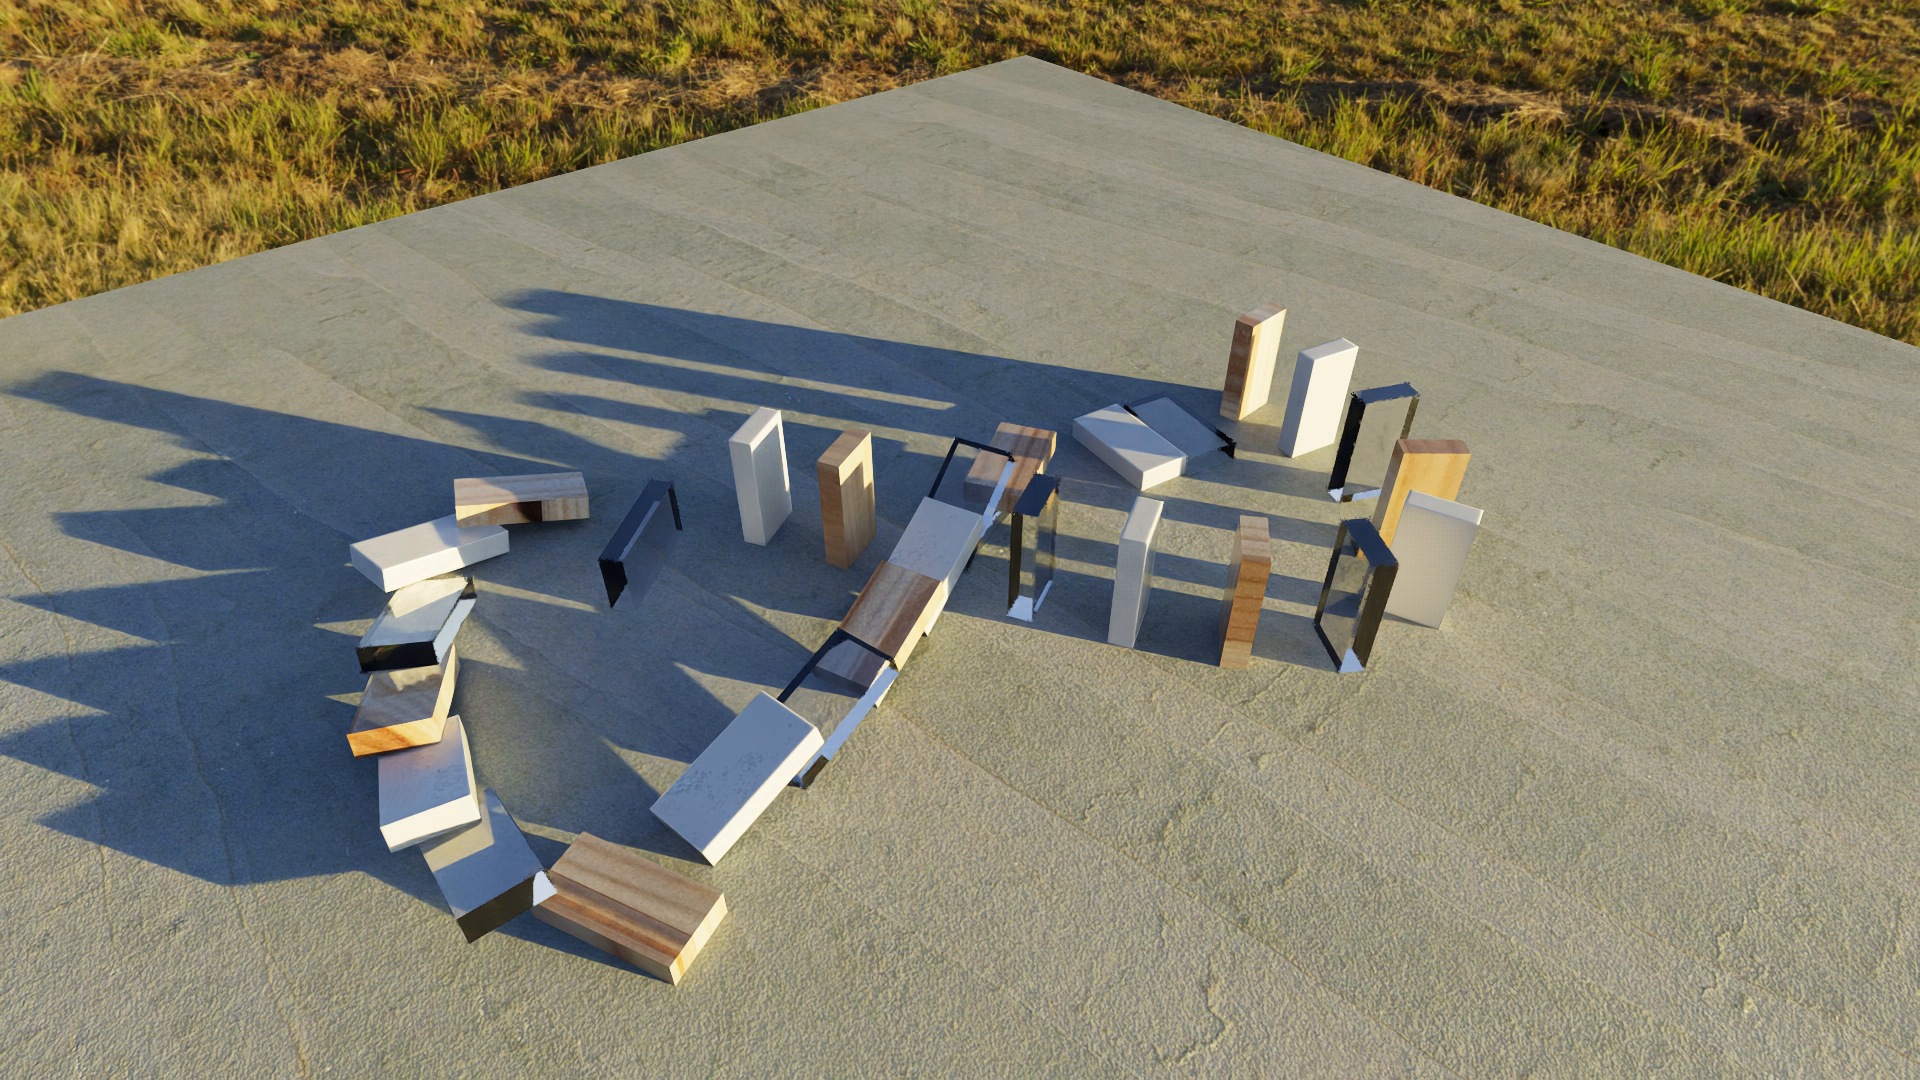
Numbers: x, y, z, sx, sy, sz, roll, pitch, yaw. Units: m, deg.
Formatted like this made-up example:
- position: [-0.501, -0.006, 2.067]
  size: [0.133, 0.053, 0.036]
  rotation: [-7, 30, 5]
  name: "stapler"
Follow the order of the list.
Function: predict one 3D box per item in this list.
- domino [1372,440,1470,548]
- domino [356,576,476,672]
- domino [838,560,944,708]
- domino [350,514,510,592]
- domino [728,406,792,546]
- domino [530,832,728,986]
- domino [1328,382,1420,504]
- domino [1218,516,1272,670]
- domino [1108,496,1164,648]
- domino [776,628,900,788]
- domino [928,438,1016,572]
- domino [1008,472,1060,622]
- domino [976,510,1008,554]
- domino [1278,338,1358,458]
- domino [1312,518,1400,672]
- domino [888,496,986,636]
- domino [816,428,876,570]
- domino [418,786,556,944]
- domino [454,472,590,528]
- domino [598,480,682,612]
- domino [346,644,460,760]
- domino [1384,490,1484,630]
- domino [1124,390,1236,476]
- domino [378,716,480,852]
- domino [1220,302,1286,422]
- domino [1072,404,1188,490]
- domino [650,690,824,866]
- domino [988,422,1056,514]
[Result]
- position: [0.179, -0.016, 0.431]
  size: [0.025, 0.050, 0.010]
  rotation: [0, 39, 1]
  name: "domino"
- position: [-0.195, 0.030, 0.397]
  size: [0.025, 0.010, 0.050]
  rotation: [-5, 25, -6]
  name: "domino"
- position: [-0.029, 0.033, 0.393]
  size: [0.025, 0.009, 0.050]
  rotation: [19, 59, 22]
  name: "domino"
- position: [-0.206, 0.003, 0.430]
  size: [0.025, 0.009, 0.050]
  rotation: [26, 33, 31]
  name: "domino"
- position: [-0.080, -0.025, 0.442]
  size: [0.009, 0.050, 0.025]
  rotation: [12, 41, 15]
  name: "domino"
- position: [-0.095, 0.105, 0.316]
  size: [0.050, 0.010, 0.025]
  rotation: [16, 42, 19]
  name: "domino"
- position: [0.173, -0.040, 0.460]
  size: [0.025, 0.050, 0.010]
  rotation: [-10, 40, -12]
  name: "domino"
- position: [0.100, 0.019, 0.388]
  size: [0.009, 0.050, 0.025]
  rotation: [6, 40, 7]
  name: "domino"
- position: [0.063, 0.012, 0.397]
  size: [0.009, 0.050, 0.025]
  rotation: [13, 41, 16]
  name: "domino"
- position: [-0.046, 0.055, 0.366]
  size: [0.025, 0.009, 0.050]
  rotation: [25, 61, 27]
  name: "domino"
- position: [0.001, -0.015, 0.440]
  size: [0.025, 0.009, 0.050]
  rotation: [18, 72, 21]
  name: "domino"
- position: [0.027, 0.003, 0.408]
  size: [0.009, 0.050, 0.025]
  rotation: [15, 42, 17]
  name: "domino"
- position: [0.007, -0.015, 0.462]
  size: [0.025, 0.009, 0.050]
  rotation: [19, 43, 21]
  name: "domino"
- position: [0.158, -0.063, 0.488]
  size: [0.025, 0.050, 0.010]
  rotation: [-19, 43, -22]
  name: "domino"
- position: [0.138, 0.020, 0.387]
  size: [0.010, 0.050, 0.025]
  rotation: [-5, 40, -6]
  name: "domino"
- position: [-0.013, 0.009, 0.418]
  size: [0.025, 0.010, 0.050]
  rotation: [19, 65, 21]
  name: "domino"
- position: [-0.044, -0.016, 0.431]
  size: [0.009, 0.050, 0.025]
  rotation: [16, 42, 18]
  name: "domino"
- position: [-0.140, 0.093, 0.321]
  size: [0.025, 0.009, 0.050]
  rotation: [-27, 33, -29]
  name: "domino"
- position: [-0.181, -0.017, 0.455]
  size: [0.050, 0.010, 0.025]
  rotation: [-5, 31, -24]
  name: "domino"
- position: [-0.124, 0.002, 0.429]
  size: [0.010, 0.025, 0.050]
  rotation: [6, 40, 8]
  name: "domino"
- position: [-0.185, 0.053, 0.369]
  size: [0.025, 0.009, 0.050]
  rotation: [-11, 26, -13]
  name: "domino"
- position: [0.170, 0.008, 0.402]
  size: [0.025, 0.050, 0.010]
  rotation: [20, 43, 23]
  name: "domino"
- position: [0.100, -0.050, 0.504]
  size: [0.025, 0.010, 0.050]
  rotation: [-19, 43, -22]
  name: "domino"
- position: [-0.166, 0.074, 0.342]
  size: [0.025, 0.010, 0.050]
  rotation: [-19, 28, -21]
  name: "domino"
- position: [0.136, -0.083, 0.512]
  size: [0.025, 0.050, 0.009]
  rotation: [-31, 48, -32]
  name: "domino"
- position: [0.076, -0.043, 0.495]
  size: [0.025, 0.010, 0.050]
  rotation: [-22, 44, -24]
  name: "domino"
- position: [-0.069, 0.073, 0.344]
  size: [0.025, 0.010, 0.050]
  rotation: [28, 62, 30]
  name: "domino"
- position: [0.022, -0.031, 0.466]
  size: [0.025, 0.010, 0.050]
  rotation: [12, 41, 14]
  name: "domino"
